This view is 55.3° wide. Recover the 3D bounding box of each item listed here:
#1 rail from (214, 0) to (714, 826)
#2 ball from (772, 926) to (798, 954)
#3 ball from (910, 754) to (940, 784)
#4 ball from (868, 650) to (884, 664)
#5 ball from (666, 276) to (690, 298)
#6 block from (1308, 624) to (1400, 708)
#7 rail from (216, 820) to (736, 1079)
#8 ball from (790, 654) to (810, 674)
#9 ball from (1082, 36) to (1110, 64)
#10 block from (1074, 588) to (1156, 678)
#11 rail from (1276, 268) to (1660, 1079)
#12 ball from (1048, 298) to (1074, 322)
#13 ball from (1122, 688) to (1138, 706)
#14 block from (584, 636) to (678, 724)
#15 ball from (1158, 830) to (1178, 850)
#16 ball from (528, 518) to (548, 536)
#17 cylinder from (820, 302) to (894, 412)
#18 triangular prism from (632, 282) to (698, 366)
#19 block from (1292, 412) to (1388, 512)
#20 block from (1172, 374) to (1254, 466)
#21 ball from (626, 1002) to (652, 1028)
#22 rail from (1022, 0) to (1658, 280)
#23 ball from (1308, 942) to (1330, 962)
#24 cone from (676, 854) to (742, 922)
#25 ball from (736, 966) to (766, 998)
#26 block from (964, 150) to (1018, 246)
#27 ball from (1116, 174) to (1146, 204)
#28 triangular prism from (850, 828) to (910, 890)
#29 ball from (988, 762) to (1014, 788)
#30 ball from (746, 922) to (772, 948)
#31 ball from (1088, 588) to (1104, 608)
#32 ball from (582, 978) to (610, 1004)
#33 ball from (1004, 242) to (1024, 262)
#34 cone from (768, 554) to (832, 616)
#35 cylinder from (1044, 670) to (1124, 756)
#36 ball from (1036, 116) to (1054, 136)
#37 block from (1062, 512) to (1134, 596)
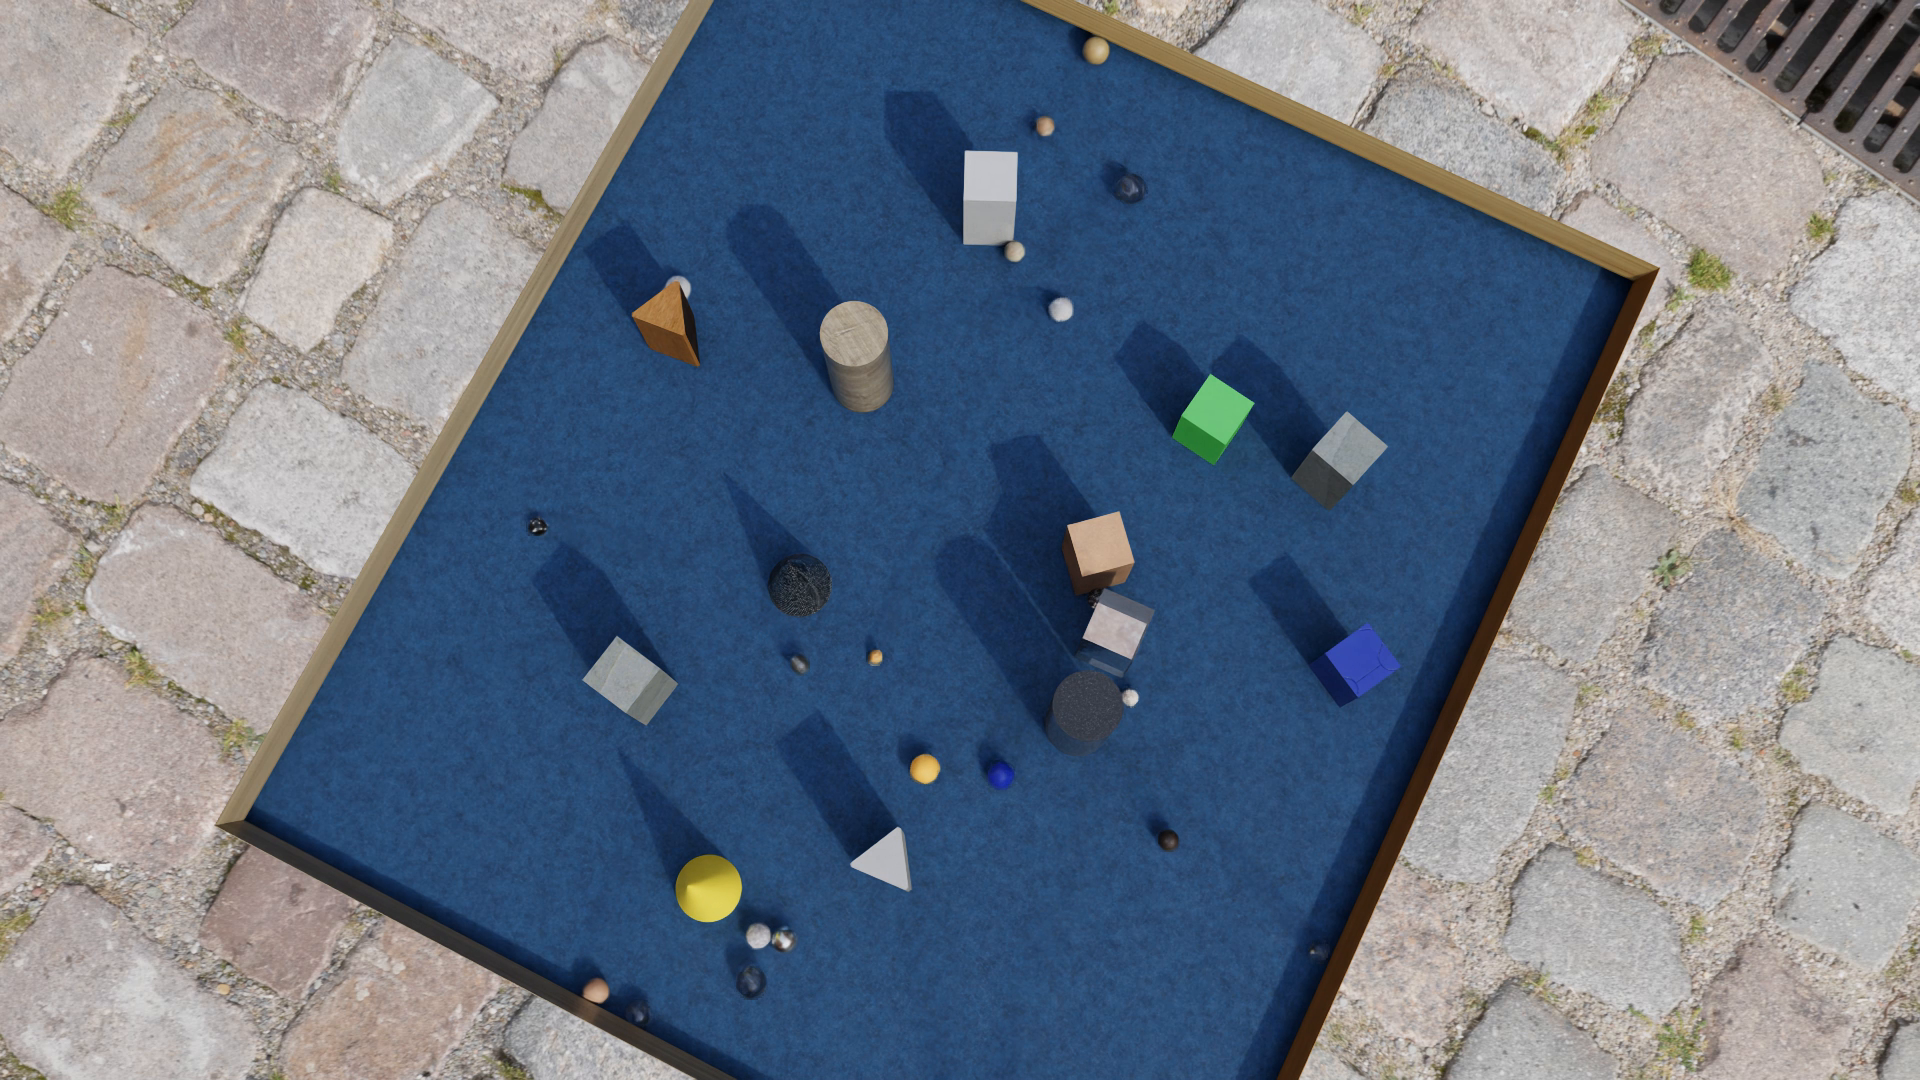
[{"bbox_3d":[-1.369,-0.664,5.688,0.045,0.127,3.461,26,80,5],"label":"rail"},{"bbox_3d":[-0.511,1.164,5.337,0.076,0.076,0.076,0,78,0],"label":"ball"},{"bbox_3d":[-0.103,0.678,5.432,0.087,0.087,0.087,0,78,0],"label":"ball"},{"bbox_3d":[-0.253,0.351,5.522,0.044,0.044,0.044,0,78,0],"label":"ball"},{"bbox_3d":[-0.883,-0.786,5.738,0.080,0.080,0.080,0,78,0],"label":"ball"},{"bbox_3d":[1.162,0.371,5.408,0.157,0.258,0.157,-34,80,-7],"label":"block"},{"bbox_3d":[-0.763,1.502,5.240,3.109,0.127,0.045,26,80,5],"label":"rail"},{"bbox_3d":[-0.483,0.372,5.510,0.058,0.058,0.058,0,78,0],"label":"ball"},{"bbox_3d":[0.437,-1.575,5.898,0.088,0.088,0.088,0,78,0],"label":"ball"},{"bbox_3d":[0.449,0.276,5.361,0.157,0.388,0.157,24,79,5],"label":"block"},{"bbox_3d":[1.369,0.677,5.410,0.045,0.127,3.461,26,80,5],"label":"rail"},{"bbox_3d":[0.315,-0.720,5.727,0.077,0.077,0.077,0,78,0],"label":"ball"},{"bbox_3d":[0.509,0.472,5.493,0.051,0.051,0.051,0,78,0],"label":"ball"},{"bbox_3d":[-0.958,0.415,5.354,0.157,0.347,0.157,36,81,7],"label":"block"},{"bbox_3d":[0.614,0.884,5.402,0.062,0.062,0.062,0,78,0],"label":"ball"},{"bbox_3d":[-1.288,-0.040,5.596,0.056,0.056,0.056,0,78,0],"label":"ball"},{"bbox_3d":[-0.303,-0.541,5.479,0.196,0.488,0.196,0,78,0],"label":"cylinder"},{"bbox_3d":[-0.868,-0.672,5.595,0.170,0.316,0.147,21,79,4],"label":"triangular prism"},{"bbox_3d":[1.131,-0.231,5.486,0.157,0.349,0.157,42,81,8],"label":"block"},{"bbox_3d":[0.766,-0.362,5.563,0.157,0.253,0.157,34,80,7],"label":"block"},{"bbox_3d":[-0.928,1.371,5.295,0.074,0.074,0.074,0,78,0],"label":"ball"},{"bbox_3d":[0.763,-1.488,5.859,3.109,0.127,0.045,26,80,5],"label":"rail"},{"bbox_3d":[1.046,1.198,5.339,0.058,0.058,0.058,0,78,0],"label":"ball"},{"bbox_3d":[-0.741,0.984,5.197,0.196,0.423,0.196,0,78,0],"label":"cone"},{"bbox_3d":[-0.604,1.281,5.306,0.089,0.089,0.089,0,78,0],"label":"ball"},{"bbox_3d":[0.091,-1.049,5.647,0.157,0.365,0.157,2,78,0],"label":"block"},{"bbox_3d":[0.541,-1.110,5.798,0.095,0.095,0.095,0,78,0],"label":"ball"},{"bbox_3d":[-0.196,0.900,5.246,0.170,0.361,0.147,22,79,4],"label":"triangular prism"},{"bbox_3d":[0.122,0.696,5.433,0.077,0.077,0.077,0,78,0],"label":"ball"},{"bbox_3d":[-0.587,1.152,5.340,0.075,0.075,0.075,0,78,0],"label":"ball"},{"bbox_3d":[0.417,0.178,5.548,0.063,0.063,0.063,0,78,0],"label":"ball"},{"bbox_3d":[-1.054,1.306,5.307,0.076,0.076,0.076,0,78,0],"label":"ball"},{"bbox_3d":[0.170,-0.908,5.772,0.065,0.065,0.065,0,78,0],"label":"ball"},{"bbox_3d":[-0.488,0.102,5.410,0.196,0.363,0.196,0,78,0],"label":"cone"},{"bbox_3d":[0.352,0.504,5.270,0.196,0.474,0.196,0,78,0],"label":"cylinder"},{"bbox_3d":[0.271,-1.321,5.858,0.062,0.062,0.062,0,78,0],"label":"ball"},{"bbox_3d":[0.407,0.044,5.445,0.157,0.319,0.157,-15,79,-3],"label":"block"}]
